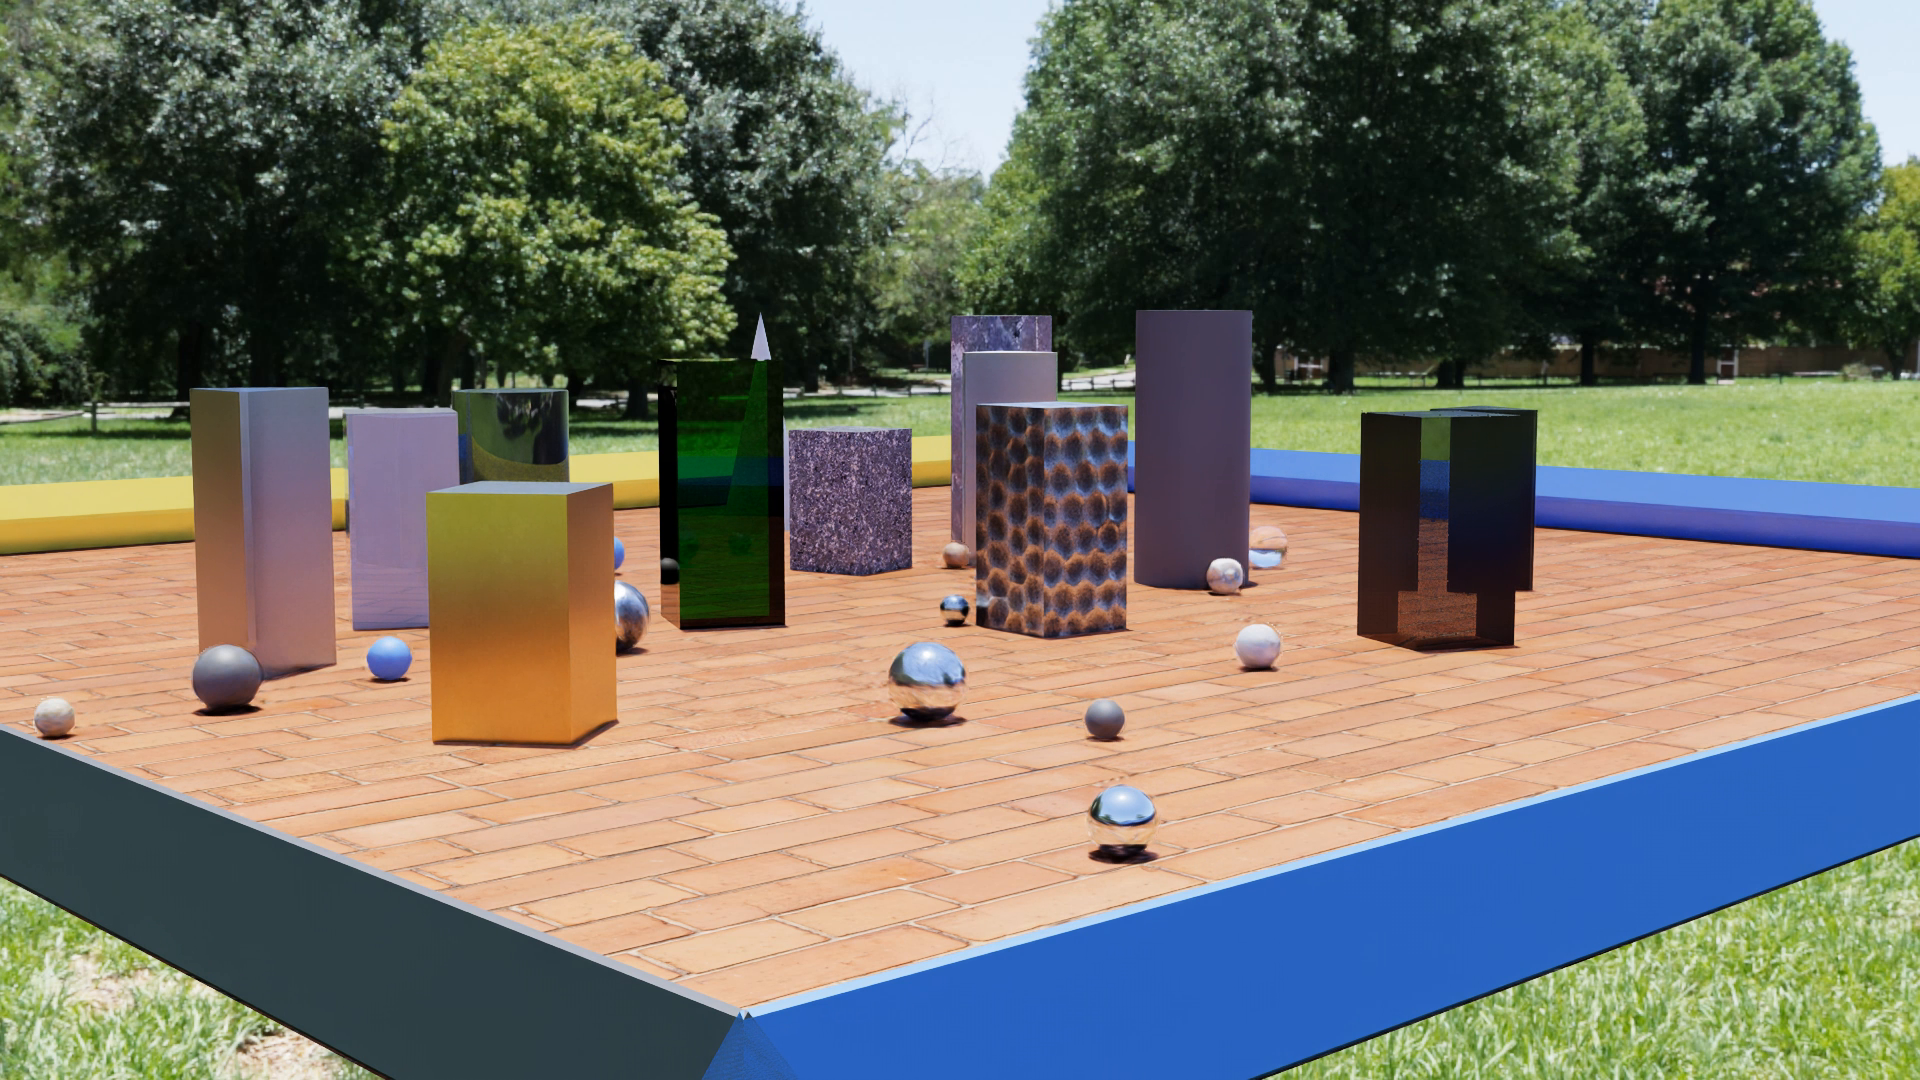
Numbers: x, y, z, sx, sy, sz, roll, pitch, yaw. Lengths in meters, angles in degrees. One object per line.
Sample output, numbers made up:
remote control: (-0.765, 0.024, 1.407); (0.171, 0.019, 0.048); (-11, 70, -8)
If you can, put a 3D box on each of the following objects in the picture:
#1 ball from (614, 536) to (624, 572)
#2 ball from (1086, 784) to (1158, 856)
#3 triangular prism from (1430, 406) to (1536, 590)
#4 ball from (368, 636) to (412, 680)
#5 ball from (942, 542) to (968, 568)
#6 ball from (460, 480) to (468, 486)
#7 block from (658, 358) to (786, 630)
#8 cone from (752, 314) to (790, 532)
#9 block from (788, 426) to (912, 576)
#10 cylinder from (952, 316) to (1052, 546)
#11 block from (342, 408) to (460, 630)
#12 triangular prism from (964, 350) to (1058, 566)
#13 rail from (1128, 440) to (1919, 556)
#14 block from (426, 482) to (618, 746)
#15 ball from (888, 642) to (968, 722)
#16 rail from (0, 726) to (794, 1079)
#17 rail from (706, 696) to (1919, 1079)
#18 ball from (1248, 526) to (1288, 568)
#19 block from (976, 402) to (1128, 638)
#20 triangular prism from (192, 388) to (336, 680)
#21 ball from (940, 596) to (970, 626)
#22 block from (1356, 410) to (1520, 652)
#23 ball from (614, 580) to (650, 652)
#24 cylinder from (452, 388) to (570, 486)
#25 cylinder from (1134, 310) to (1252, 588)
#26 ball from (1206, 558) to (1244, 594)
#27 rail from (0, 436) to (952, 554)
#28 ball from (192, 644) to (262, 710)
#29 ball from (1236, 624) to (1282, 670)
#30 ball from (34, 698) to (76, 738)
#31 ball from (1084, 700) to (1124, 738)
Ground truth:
ball: (-0.594, 0.023, 3.663); (0.070, 0.070, 0.070); (0, 6, 0)
ball: (0.132, 0.228, 1.788); (0.058, 0.058, 0.058); (0, 6, 0)
triangular prism: (0.837, -0.071, 3.535); (0.161, 0.284, 0.140); (1, 6, 13)
ball: (-0.682, 0.142, 2.631); (0.052, 0.052, 0.052); (0, 6, 0)
ball: (-0.009, 0.027, 3.753); (0.044, 0.044, 0.044); (0, 6, 0)
ball: (-1.030, -0.076, 4.495); (0.092, 0.092, 0.092); (0, 6, 0)
block: (-0.339, -0.070, 3.115); (0.149, 0.370, 0.149); (-2, 6, -18)
cone: (-0.400, -0.242, 4.431); (0.186, 0.435, 0.186); (0, 6, 0)
block: (-0.186, -0.070, 3.745); (0.149, 0.238, 0.149); (4, 7, 34)
cylinder: (0.076, -0.201, 4.081); (0.186, 0.428, 0.186); (0, 6, 0)
block: (-0.792, -0.034, 3.120); (0.149, 0.298, 0.149); (-2, 6, -18)
triangular prism: (0.081, -0.146, 3.847); (0.161, 0.366, 0.140); (0, 6, -4)
rail: (1.198, -0.085, 4.432); (0.045, 0.121, 3.293); (-6, 8, -42)
block: (-0.457, 0.073, 2.308); (0.149, 0.257, 0.149); (1, 6, 9)
ball: (-0.035, 0.152, 2.368); (0.086, 0.086, 0.086); (0, 6, 0)
rail: (-1.198, 0.148, 2.233); (0.045, 0.121, 3.293); (-6, 8, -42)
rail: (1.101, 0.157, 2.146); (3.309, 0.121, 0.045); (-6, 8, -42)
ball: (0.524, 0.011, 3.762); (0.072, 0.072, 0.072); (0, 6, 0)
block: (0.127, -0.033, 3.052); (0.149, 0.310, 0.149); (-5, 8, -37)
triangular prism: (-0.841, -0.014, 2.709); (0.140, 0.345, 0.161); (-5, 8, -40)
ball: (-0.007, 0.098, 3.084); (0.042, 0.042, 0.042); (0, 6, 0)
block: (0.636, -0.016, 2.930); (0.149, 0.303, 0.149); (-2, 6, -20)
ball: (-0.449, 0.098, 2.844); (0.093, 0.093, 0.093); (0, 6, 0)
cylinder: (-0.730, -0.089, 3.583); (0.186, 0.309, 0.186); (0, 6, 0)
cylinder: (0.376, -0.151, 3.557); (0.186, 0.439, 0.186); (0, 6, 0)
ball: (0.412, 0.056, 3.415); (0.057, 0.057, 0.057); (0, 6, 0)
rail: (-1.101, -0.094, 4.518); (3.309, 0.121, 0.045); (-6, 8, -42)
ball: (-0.811, 0.152, 2.431); (0.073, 0.073, 0.073); (0, 6, 0)
ball: (0.367, 0.131, 2.709); (0.056, 0.056, 0.056); (0, 6, 0)
ball: (-0.940, 0.184, 2.282); (0.040, 0.040, 0.040); (0, 6, 0)
ball: (0.150, 0.185, 2.274); (0.041, 0.041, 0.041); (0, 6, 0)
